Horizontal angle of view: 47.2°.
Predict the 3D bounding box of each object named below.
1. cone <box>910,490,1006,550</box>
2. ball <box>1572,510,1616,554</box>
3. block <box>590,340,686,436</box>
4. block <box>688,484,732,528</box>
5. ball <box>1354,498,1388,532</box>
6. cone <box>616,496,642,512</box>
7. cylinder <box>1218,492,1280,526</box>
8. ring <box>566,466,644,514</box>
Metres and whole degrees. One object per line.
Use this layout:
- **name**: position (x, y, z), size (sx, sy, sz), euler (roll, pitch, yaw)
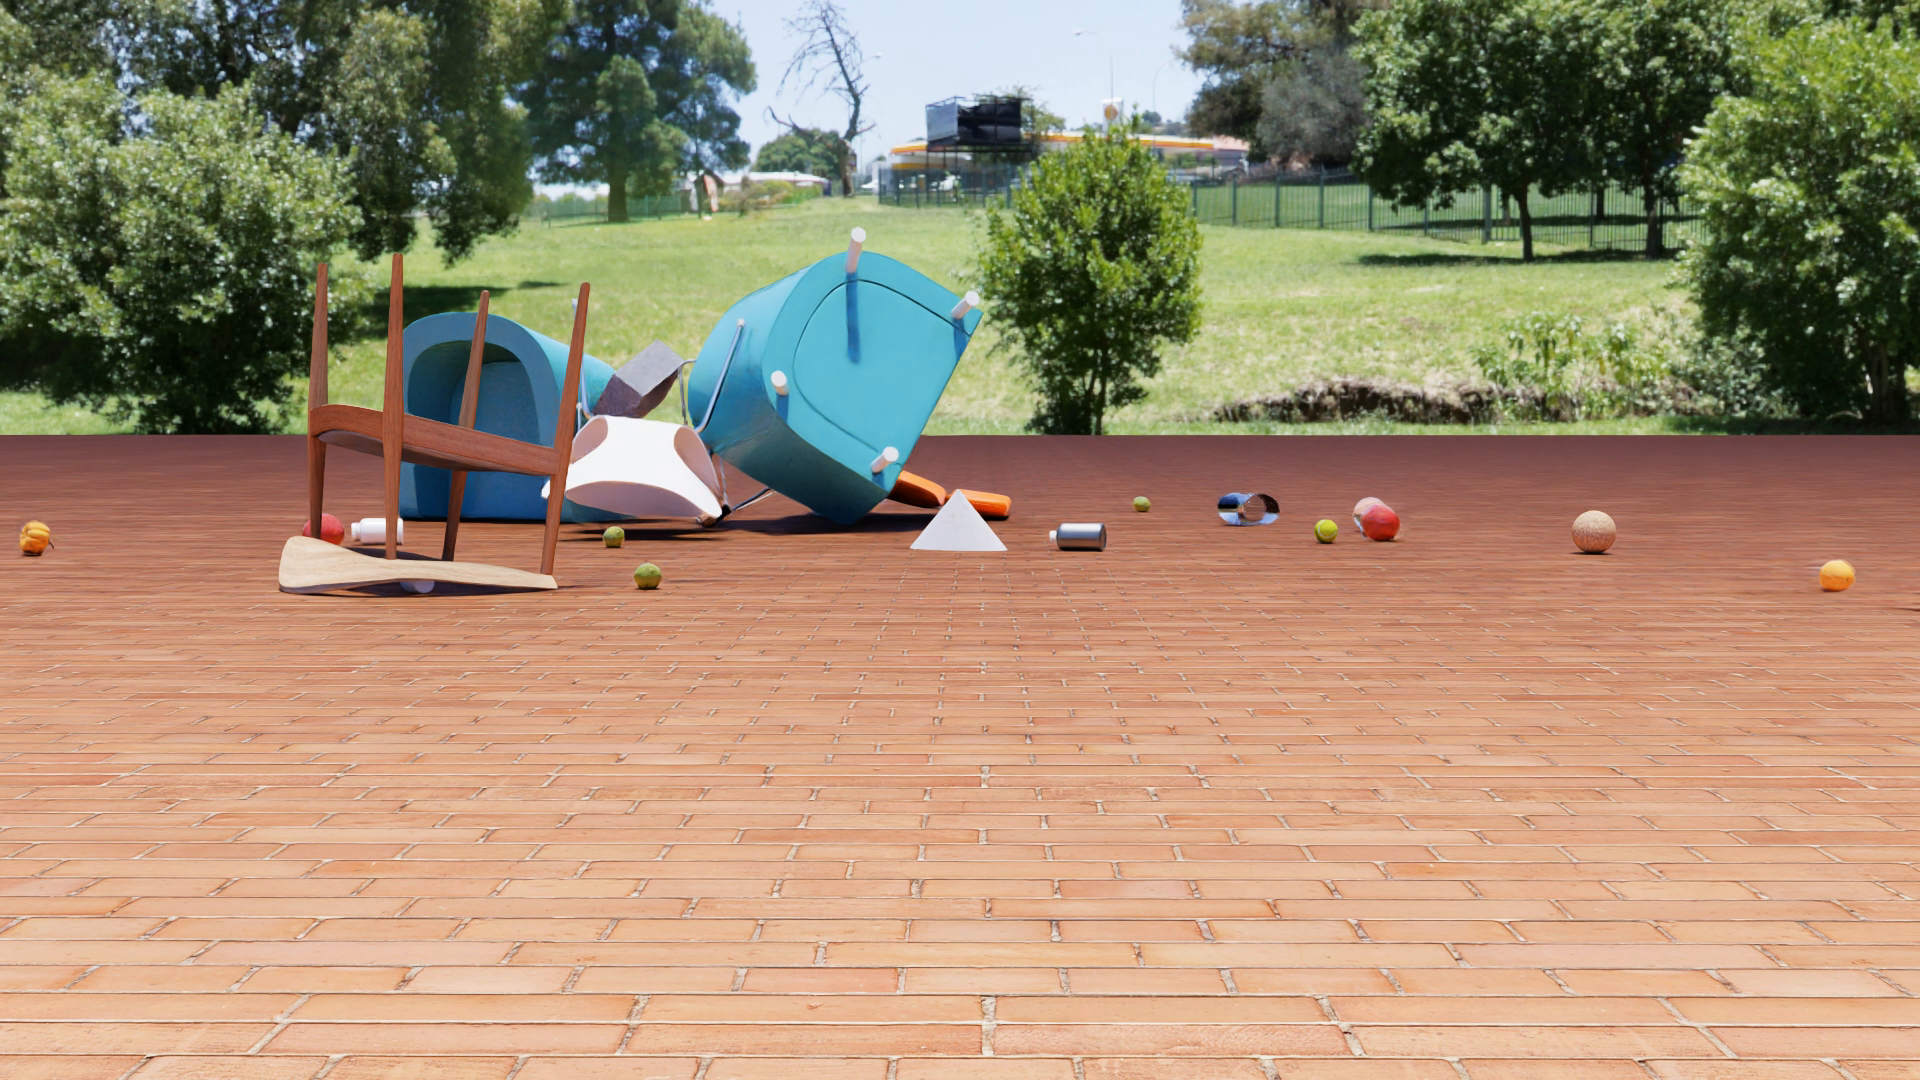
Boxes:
- **cone**: position (-0.005, -0.060, 6.177), size (0.291, 0.170, 0.128), euler (1, 4, 20)
- **ball**: position (1.728, -0.021, 5.995), size (0.118, 0.118, 0.118), euler (0, 4, 0)
- **block**: position (-1.081, -0.513, 7.400), size (0.125, 0.198, 0.295), euler (38, 37, 1)
- **block**: position (-0.808, -0.108, 7.085), size (0.093, 0.072, 0.106), euler (-38, 33, -7)
- **ball**: position (1.292, -0.080, 6.920), size (0.109, 0.109, 0.109), euler (0, 4, 0)
- **cone**: position (-1.239, -0.133, 8.133), size (0.193, 0.095, 0.228), euler (-9, -9, 5)
- **cylinder**: position (0.955, -0.103, 7.280), size (0.187, 0.103, 0.108), euler (4, 0, -44)
- **ring**: position (-1.280, -0.179, 7.944), size (0.297, 0.090, 0.225), euler (-11, 36, 8)
